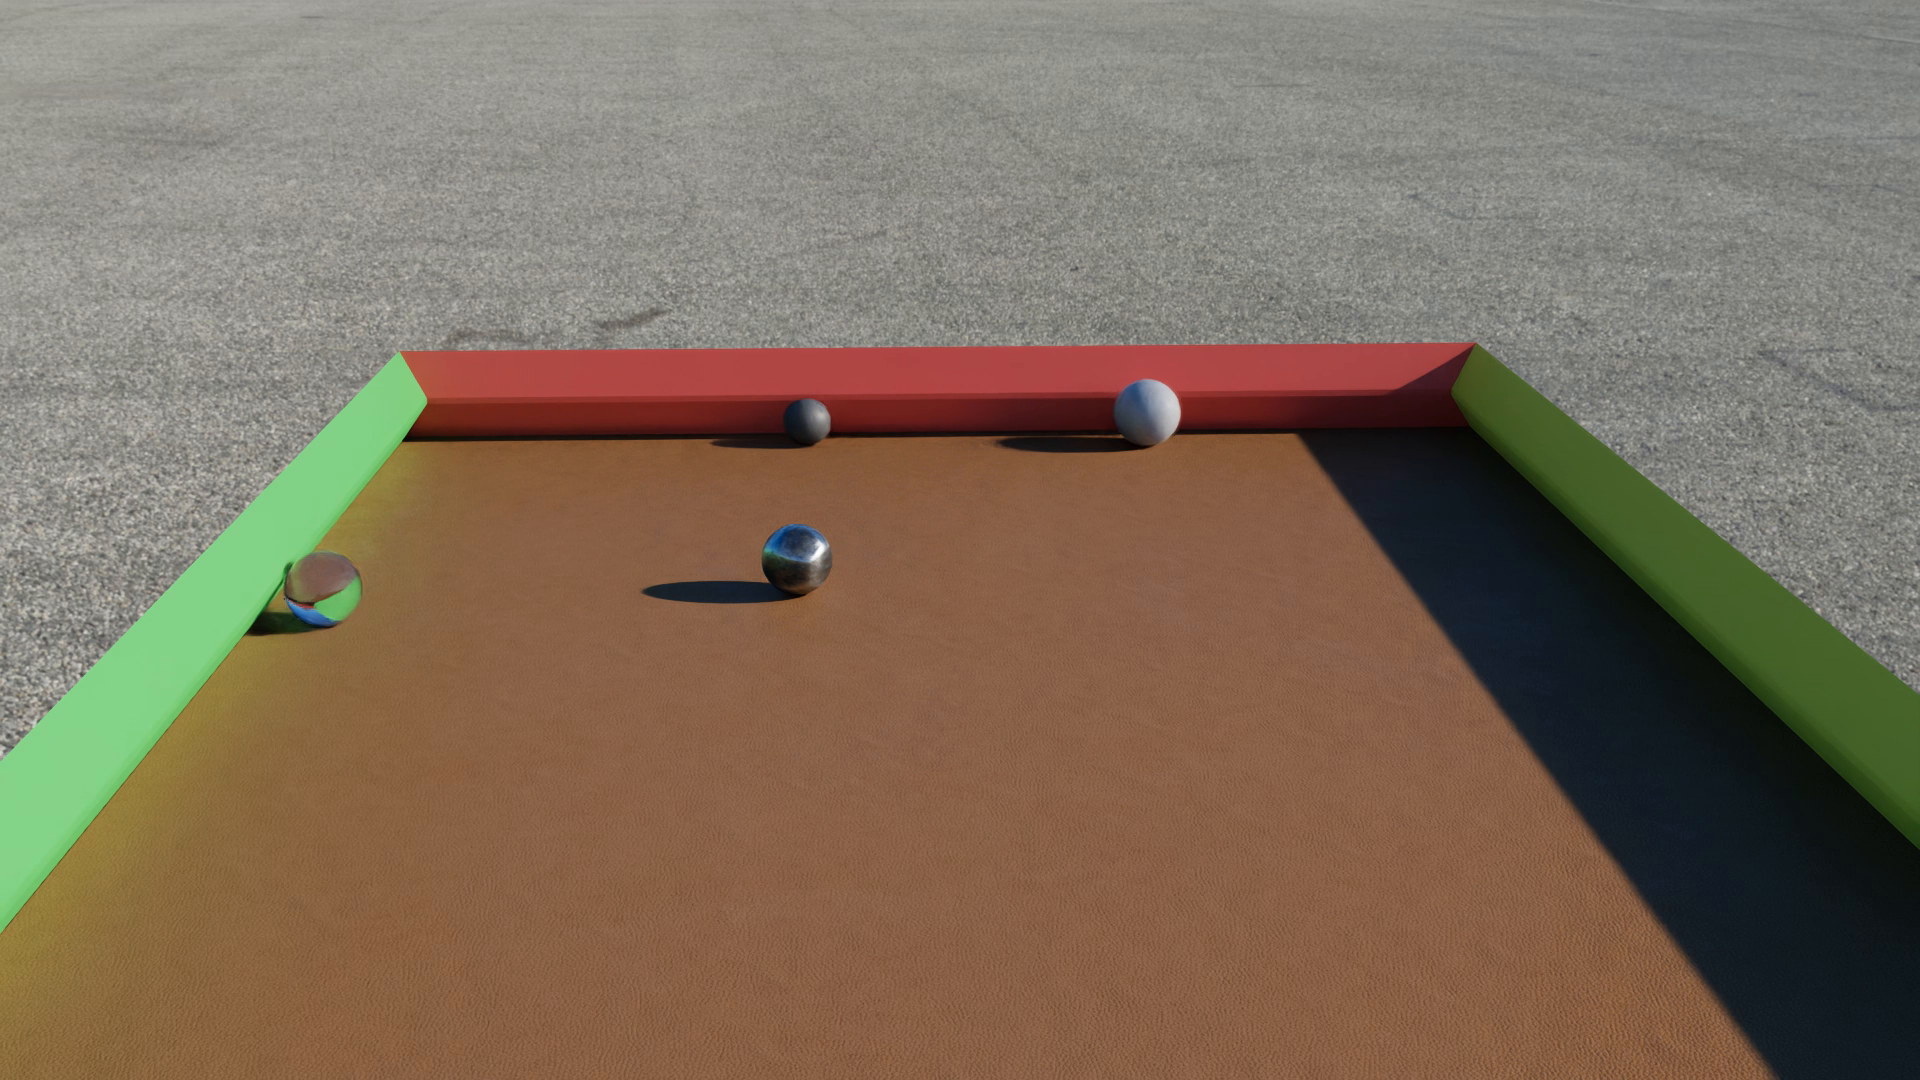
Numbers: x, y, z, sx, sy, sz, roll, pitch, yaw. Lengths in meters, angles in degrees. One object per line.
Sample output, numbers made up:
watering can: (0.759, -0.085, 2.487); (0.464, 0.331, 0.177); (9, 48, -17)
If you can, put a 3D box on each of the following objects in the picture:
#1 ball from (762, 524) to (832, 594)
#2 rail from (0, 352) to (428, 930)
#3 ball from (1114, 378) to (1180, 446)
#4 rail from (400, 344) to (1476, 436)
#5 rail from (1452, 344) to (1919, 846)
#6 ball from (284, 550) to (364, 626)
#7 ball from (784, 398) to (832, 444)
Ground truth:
ball: (-0.184, 0.022, 2.487); (0.081, 0.081, 0.081); (0, 17, 0)
rail: (-0.730, 0.185, 1.881); (0.045, 0.124, 2.692); (-1, 17, -2)
ball: (0.265, -0.181, 3.121); (0.095, 0.095, 0.095); (0, 17, 0)
rail: (-0.025, -0.212, 3.172); (1.560, 0.124, 0.045); (-1, 17, -2)
rail: (0.781, 0.168, 1.936); (0.045, 0.124, 2.692); (-1, 17, -2)
ball: (-0.690, 0.052, 2.384); (0.083, 0.083, 0.083); (0, 17, 0)
ball: (-0.217, -0.169, 3.132); (0.066, 0.066, 0.066); (0, 17, 0)
